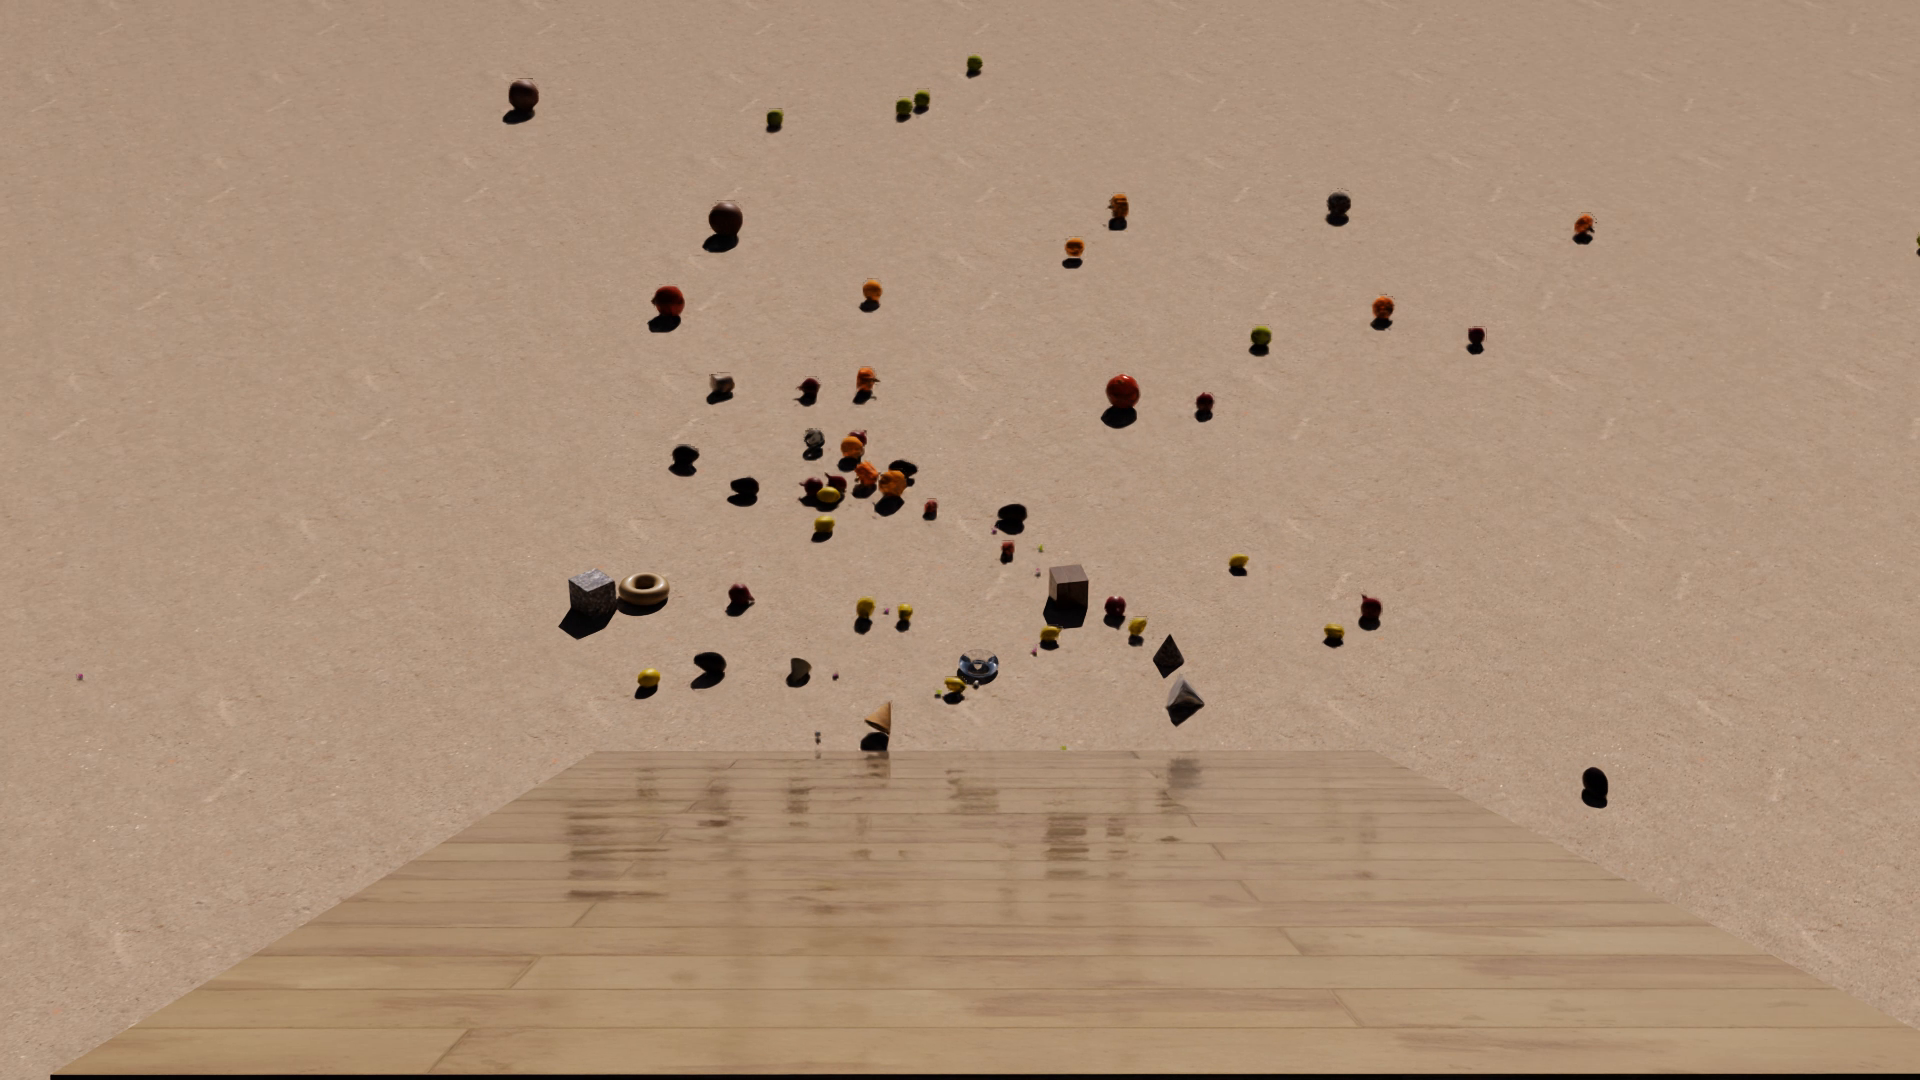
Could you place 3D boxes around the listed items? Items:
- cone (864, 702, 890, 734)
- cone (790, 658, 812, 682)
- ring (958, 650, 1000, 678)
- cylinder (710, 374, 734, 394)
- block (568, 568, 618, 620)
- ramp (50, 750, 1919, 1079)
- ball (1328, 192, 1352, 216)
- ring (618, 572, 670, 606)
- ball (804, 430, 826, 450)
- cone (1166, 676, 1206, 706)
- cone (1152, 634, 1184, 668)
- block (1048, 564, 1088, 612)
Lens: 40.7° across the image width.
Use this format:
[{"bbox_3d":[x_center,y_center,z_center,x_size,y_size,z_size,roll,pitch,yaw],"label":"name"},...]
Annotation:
[{"bbox_3d":[-0.202,0.461,6.856,0.078,0.078,0.078,18,72,28],"label":"cone"},{"bbox_3d":[-0.448,0.367,7.103,0.064,0.064,0.064,11,58,19],"label":"cone"},{"bbox_3d":[0.052,0.340,7.141,0.113,0.038,0.113,1,31,0],"label":"ring"},{"bbox_3d":[-0.792,-0.521,8.620,0.059,0.059,0.059,-13,32,-23],"label":"cylinder"},{"bbox_3d":[-1.051,0.155,7.407,0.096,0.096,0.096,-24,37,-35],"label":"block"},{"bbox_3d":[0.067,0.595,4.650,2.000,0.100,4.000,0,0,0],"label":"ramp"},{"bbox_3d":[1.458,-1.295,9.947,0.091,0.091,0.091,0,30,0],"label":"ball"},{"bbox_3d":[-0.913,0.142,7.477,0.148,0.049,0.148,1,31,0],"label":"ring"},{"bbox_3d":[-0.463,-0.321,8.270,0.064,0.064,0.064,0,30,0],"label":"ball"},{"bbox_3d":[0.622,0.426,6.986,0.093,0.093,0.093,26,29,-8],"label":"cone"},{"bbox_3d":[0.580,0.295,7.168,0.088,0.088,0.088,0,30,0],"label":"cone"},{"bbox_3d":[0.312,0.137,7.439,0.093,0.093,0.093,-6,30,-10],"label":"block"}]
